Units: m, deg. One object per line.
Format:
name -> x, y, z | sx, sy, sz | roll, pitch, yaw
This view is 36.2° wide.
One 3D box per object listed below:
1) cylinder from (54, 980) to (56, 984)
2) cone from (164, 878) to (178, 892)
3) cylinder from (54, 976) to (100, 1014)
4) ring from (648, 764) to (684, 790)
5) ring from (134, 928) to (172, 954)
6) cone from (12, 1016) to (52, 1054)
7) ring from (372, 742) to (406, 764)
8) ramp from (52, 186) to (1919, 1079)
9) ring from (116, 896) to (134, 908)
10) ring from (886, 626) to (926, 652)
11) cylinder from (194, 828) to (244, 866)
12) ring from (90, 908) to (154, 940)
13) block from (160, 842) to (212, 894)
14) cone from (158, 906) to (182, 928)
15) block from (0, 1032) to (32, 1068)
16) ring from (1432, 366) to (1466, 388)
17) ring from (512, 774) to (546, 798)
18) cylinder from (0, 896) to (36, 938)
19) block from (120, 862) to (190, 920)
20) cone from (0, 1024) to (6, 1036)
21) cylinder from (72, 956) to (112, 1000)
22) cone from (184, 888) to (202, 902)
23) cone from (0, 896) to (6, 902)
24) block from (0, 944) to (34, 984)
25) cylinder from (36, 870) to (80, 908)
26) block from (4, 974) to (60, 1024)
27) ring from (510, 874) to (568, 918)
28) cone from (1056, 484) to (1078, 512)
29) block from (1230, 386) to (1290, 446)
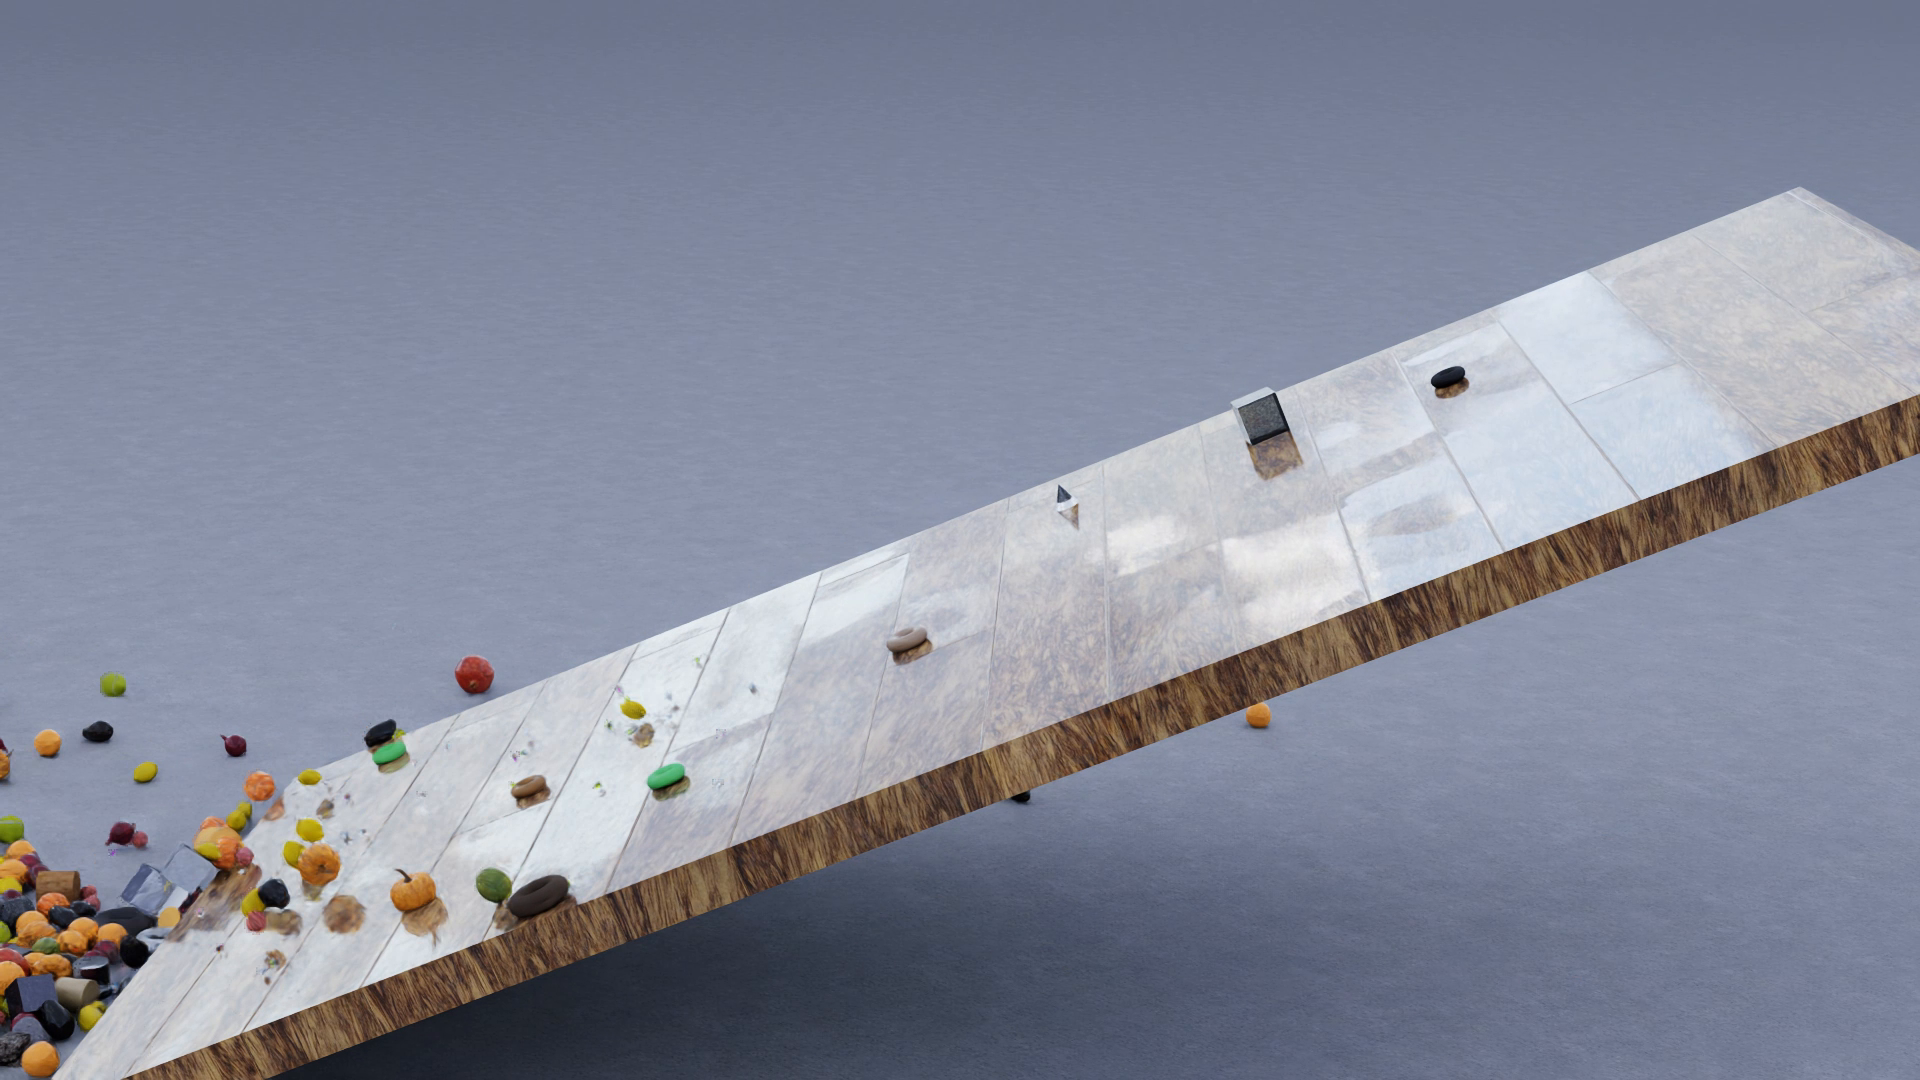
cylinder -> -1.951, 0.978, 6.305 | 0.052, 0.052, 0.052 | 3, 17, 12
cone -> -1.872, 0.801, 7.005 | 0.084, 0.084, 0.084 | -11, 0, -38
cylinder -> -1.890, 0.973, 6.286 | 0.072, 0.072, 0.072 | 3, 14, 14
ring -> -0.598, 0.480, 5.984 | 0.083, 0.028, 0.083 | -23, 11, 5
ring -> -1.807, 0.904, 6.633 | 0.109, 0.036, 0.109 | 1, 15, 0
cone -> -1.913, 1.035, 6.112 | 0.082, 0.082, 0.082 | 6, -11, 23
ring -> -1.409, 0.526, 7.260 | 0.087, 0.029, 0.087 | -21, 13, 5
ramp -> 0.126, 0.172, 6.289 | 4.000, 0.100, 2.000 | -21, 12, 8
ring -> -1.901, 0.842, 6.864 | 0.132, 0.044, 0.132 | -1, 13, 0
ring -> -0.113, 0.210, 6.252 | 0.092, 0.031, 0.092 | -21, 13, 5
cylinder -> -1.738, 0.718, 6.896 | 0.087, 0.087, 0.087 | -10, 2, -34
ring -> -1.911, 0.877, 6.715 | 0.141, 0.047, 0.141 | 1, 10, 0
block -> -1.778, 0.755, 6.762 | 0.083, 0.083, 0.083 | 36, -11, -13
cone -> -1.783, 0.881, 6.730 | 0.074, 0.074, 0.074 | 10, -9, 35
block -> -1.942, 1.046, 6.034 | 0.053, 0.053, 0.053 | 3, 14, 12
ring -> 1.084, -0.362, 6.535 | 0.080, 0.027, 0.080 | -23, 11, 5
ring -> -0.934, 0.534, 6.369 | 0.080, 0.027, 0.080 | -21, 13, 5
cylinder -> -2.165, 0.861, 6.718 | 0.078, 0.078, 0.078 | 14, 20, 43
block -> -1.848, 0.813, 6.752 | 0.092, 0.092, 0.092 | 30, -11, 19
cone -> -2.034, 1.005, 6.154 | 0.074, 0.074, 0.074 | 0, 14, 0
cylinder -> -1.879, 0.950, 6.368 | 0.076, 0.076, 0.076 | 0, 14, 0
cone -> -1.802, 0.832, 6.933 | 0.065, 0.065, 0.065 | 23, -5, -42
cone -> -2.196, 0.870, 6.768 | 0.077, 0.077, 0.077 | 32, 23, 13
block -> -2.082, 0.934, 6.462 | 0.062, 0.062, 0.062 | 8, 16, 30
cylinder -> -2.110, 0.816, 6.884 | 0.084, 0.084, 0.084 | -1, 14, -4
block -> -1.959, 0.969, 6.208 | 0.077, 0.077, 0.077 | -2, -26, -40
ring -> -0.789, 0.666, 5.507 | 0.120, 0.040, 0.120 | -23, 11, 5
cone -> 0.241, -0.106, 6.896 | 0.058, 0.058, 0.058 | -22, 12, 5
block -> 0.689, -0.285, 6.761 | 0.094, 0.094, 0.094 | -23, 12, -1
